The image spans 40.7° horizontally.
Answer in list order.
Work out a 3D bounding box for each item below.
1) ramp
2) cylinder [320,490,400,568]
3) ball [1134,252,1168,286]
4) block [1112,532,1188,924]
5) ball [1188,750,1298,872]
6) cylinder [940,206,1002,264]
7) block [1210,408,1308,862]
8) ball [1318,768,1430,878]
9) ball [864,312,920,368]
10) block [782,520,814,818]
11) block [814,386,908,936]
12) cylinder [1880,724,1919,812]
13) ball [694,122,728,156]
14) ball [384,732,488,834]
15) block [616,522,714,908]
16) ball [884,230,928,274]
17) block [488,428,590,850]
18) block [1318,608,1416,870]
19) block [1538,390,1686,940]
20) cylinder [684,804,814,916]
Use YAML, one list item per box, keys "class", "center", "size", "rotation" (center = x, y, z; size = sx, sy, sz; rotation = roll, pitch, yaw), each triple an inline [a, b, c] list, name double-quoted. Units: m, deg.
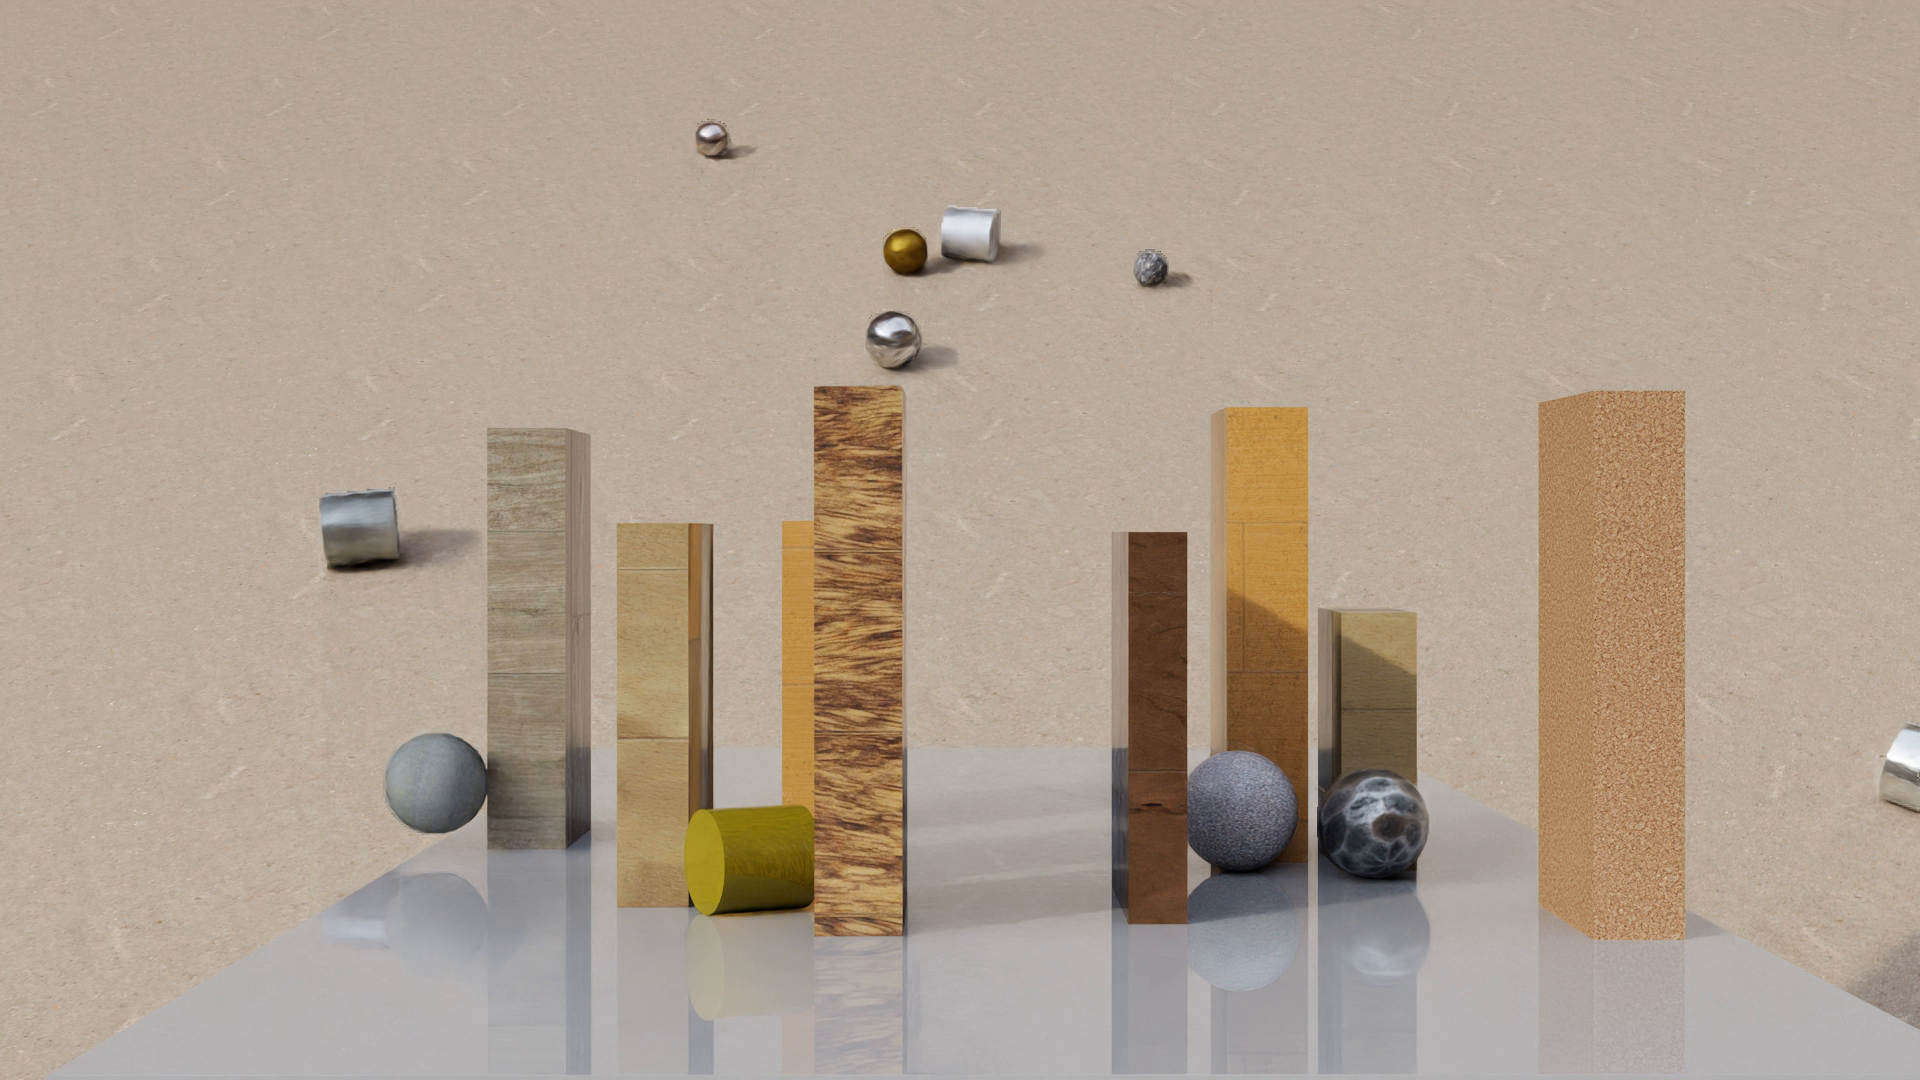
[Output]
- class: "ramp"
  center: [0.066, 0.590, 4.642]
  size: [2.000, 0.100, 4.000]
  rotation: [0, 0, 0]
- class: "cylinder"
  center: [-1.764, -0.034, 7.613]
  size: [0.207, 0.207, 0.207]
  rotation: [-6, 30, -10]
- class: "ball"
  center: [0.690, -0.982, 9.379]
  size: [0.124, 0.124, 0.124]
  rotation: [0, 29, 0]
- class: "block"
  center: [0.279, 0.265, 3.852]
  size: [0.084, 0.554, 0.397]
  rotation: [0, 0, 0]
- class: "ball"
  center: [0.455, 0.442, 4.232]
  size: [0.197, 0.197, 0.197]
  rotation: [0, 29, 0]
- class: "cylinder"
  center: [0.039, -1.131, 9.581]
  size: [0.182, 0.182, 0.182]
  rotation: [14, 32, 13]
- class: "block"
  center: [0.514, 0.159, 4.467]
  size: [0.136, 0.763, 0.275]
  rotation: [0, 0, 0]
- class: "ball"
  center: [0.663, 0.453, 4.141]
  size: [0.176, 0.176, 0.176]
  rotation: [0, 29, 0]
- class: "ball"
  center: [-0.228, -0.679, 8.773]
  size: [0.192, 0.192, 0.192]
  rotation: [0, 29, 0]
- class: "block"
  center: [-0.273, 0.252, 4.858]
  size: [0.103, 0.574, 0.283]
  rotation: [0, 0, 0]
- class: "block"
  center: [-0.140, 0.166, 3.717]
  size: [0.121, 0.754, 0.348]
  rotation: [0, 0, 0]
- class: "cylinder"
  center: [2.453, 0.591, 6.510]
  size: [0.202, 0.202, 0.202]
  rotation: [21, 35, 32]
- class: "ball"
  center: [-1.009, -1.627, 10.505]
  size: [0.140, 0.140, 0.140]
  rotation: [0, 29, 0]
- class: "ball"
  center: [-0.905, 0.420, 4.473]
  size: [0.175, 0.175, 0.175]
  rotation: [0, 29, 0]
- class: "block"
  center: [-0.454, 0.258, 4.012]
  size: [0.105, 0.568, 0.391]
  rotation: [0, 0, 0]
- class: "ball"
  center: [-0.199, -1.055, 9.467]
  size: [0.164, 0.164, 0.164]
  rotation: [0, 29, 0]
- class: "block"
  center: [-0.757, 0.172, 4.670]
  size: [0.136, 0.736, 0.311]
  rotation: [0, 0, 0]
- class: "block"
  center: [0.685, 0.329, 4.366]
  size: [0.123, 0.422, 0.274]
  rotation: [0, 0, 0]
- class: "block"
  center: [0.922, 0.170, 3.677]
  size: [0.124, 0.745, 0.332]
  rotation: [0, 0, 0]
- class: "cylinder"
  center: [-0.303, 0.467, 3.783]
  size: [0.153, 0.153, 0.153]
  rotation: [0, 26, -28]
